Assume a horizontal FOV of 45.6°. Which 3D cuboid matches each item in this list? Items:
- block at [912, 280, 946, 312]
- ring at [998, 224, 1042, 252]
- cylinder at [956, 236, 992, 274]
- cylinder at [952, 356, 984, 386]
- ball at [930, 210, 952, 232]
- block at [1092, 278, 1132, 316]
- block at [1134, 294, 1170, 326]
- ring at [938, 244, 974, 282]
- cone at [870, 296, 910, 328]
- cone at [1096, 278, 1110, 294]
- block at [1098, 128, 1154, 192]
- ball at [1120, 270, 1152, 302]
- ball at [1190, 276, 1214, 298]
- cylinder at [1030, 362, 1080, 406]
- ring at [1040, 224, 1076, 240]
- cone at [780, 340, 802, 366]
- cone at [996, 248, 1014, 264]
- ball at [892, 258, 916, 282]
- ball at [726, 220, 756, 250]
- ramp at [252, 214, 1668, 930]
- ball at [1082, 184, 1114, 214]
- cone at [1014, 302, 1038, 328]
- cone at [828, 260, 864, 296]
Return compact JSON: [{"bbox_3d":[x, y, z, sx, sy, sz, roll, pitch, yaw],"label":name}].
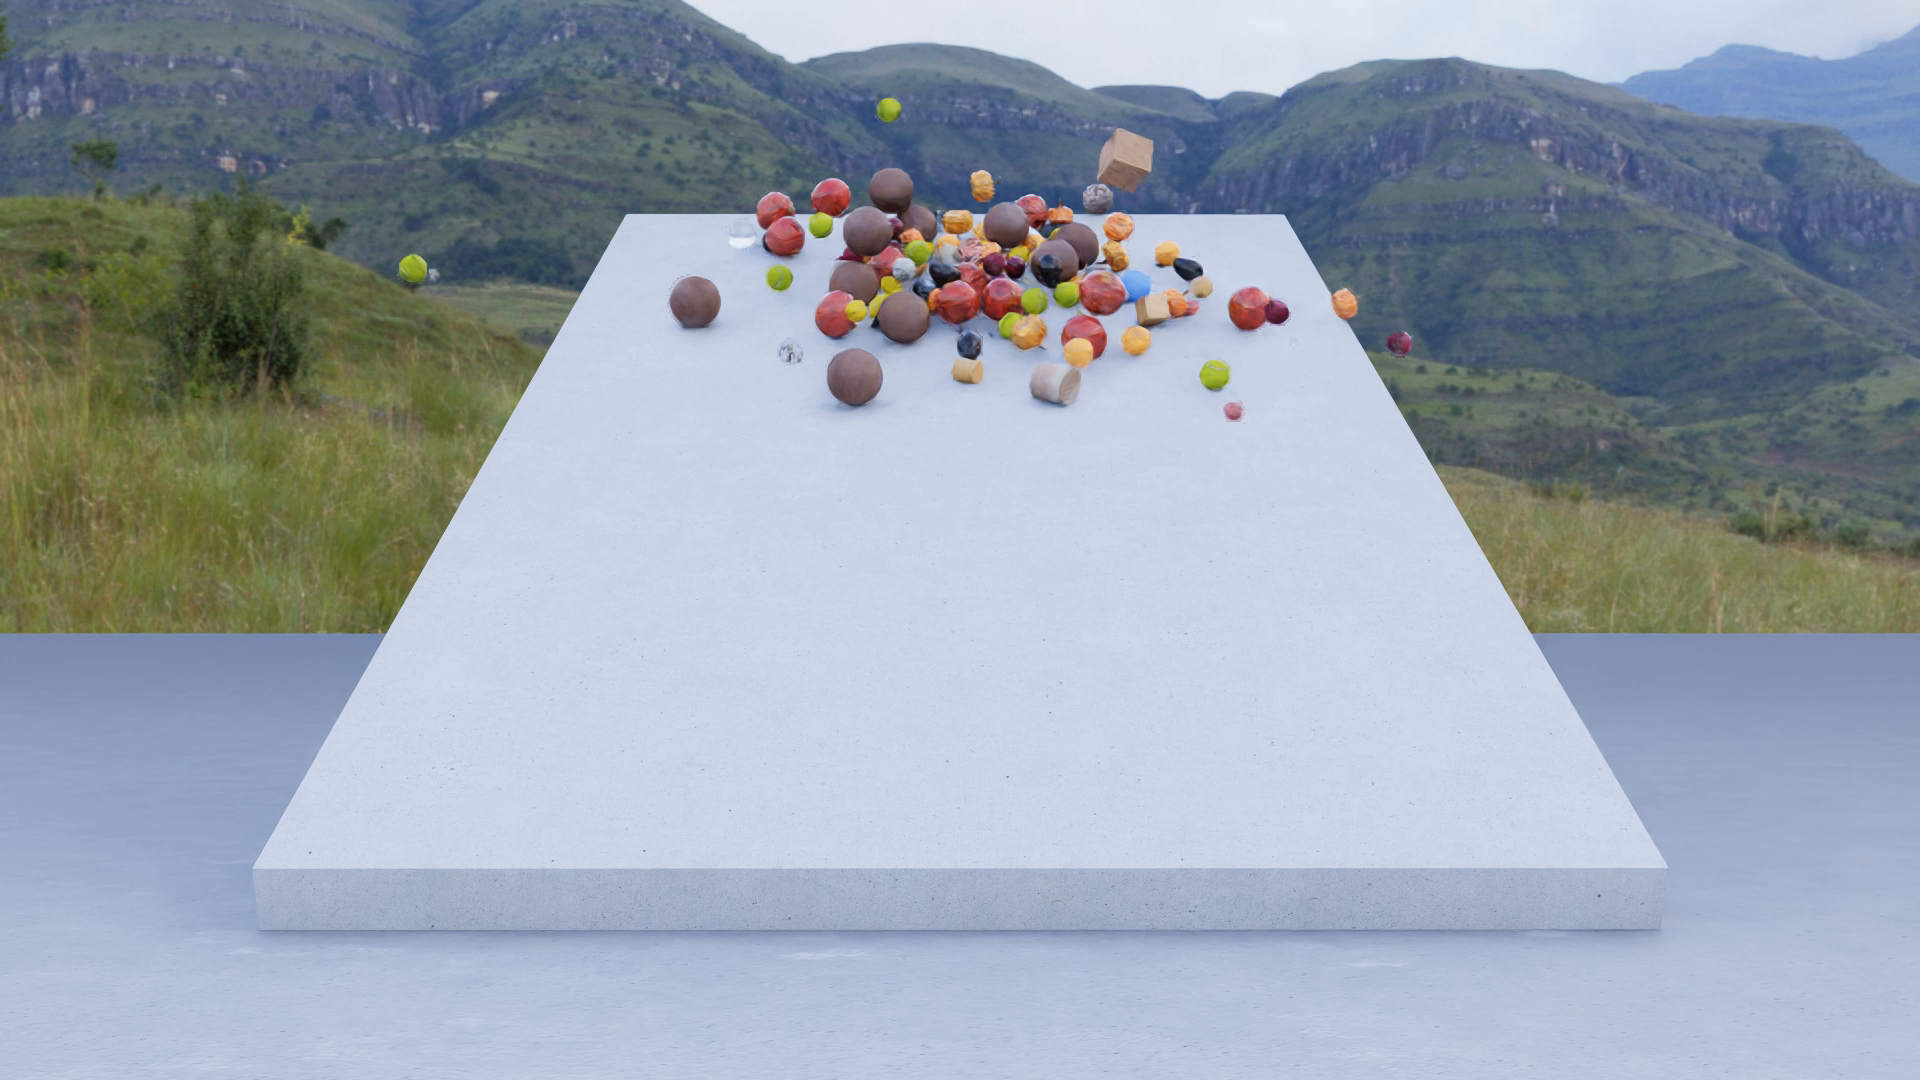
[{"bbox_3d":[-0.081,-0.637,5.957,0.066,0.066,0.066,6,22,16],"label":"block"},{"bbox_3d":[0.171,-0.863,6.544,0.128,0.043,0.128,7,33,-5],"label":"ring"},{"bbox_3d":[0.039,-0.766,6.148,0.070,0.070,0.070,-30,-18,-11],"label":"cylinder"},{"bbox_3d":[0.019,-0.396,5.353,0.055,0.055,0.055,20,6,22],"label":"cylinder"},{"bbox_3d":[-0.057,-0.938,6.734,0.063,0.063,0.063,0,-2,0],"label":"ball"},{"bbox_3d":[0.383,-0.613,5.783,0.058,0.058,0.058,-50,9,-32],"label":"block"},{"bbox_3d":[0.488,-0.584,5.796,0.062,0.062,0.062,-8,-8,-20],"label":"block"},{"bbox_3d":[-0.008,-0.751,6.205,0.120,0.120,0.040,3,-38,-50],"label":"ring"},{"bbox_3d":[-0.164,-0.556,5.782,0.093,0.093,0.093,28,-3,-1],"label":"cone"},{"bbox_3d":[0.384,-0.667,6.095,0.050,0.050,0.050,-29,-3,1],"label":"cone"},{"bbox_3d":[0.408,-0.936,5.640,0.098,0.098,0.098,17,-30,-16],"label":"block"},{"bbox_3d":[0.459,-0.665,6.006,0.085,0.085,0.085,0,-2,0],"label":"ball"},{"bbox_3d":[0.640,-0.670,6.053,0.060,0.060,0.060,0,-2,0],"label":"ball"},{"bbox_3d":[0.218,-0.357,5.214,0.084,0.084,0.084,15,6,32],"label":"cylinder"},{"bbox_3d":[0.285,-0.900,6.675,0.108,0.036,0.108,1,18,0],"label":"ring"},{"bbox_3d":[-0.417,-0.449,5.502,0.060,0.060,0.060,1,4,-26],"label":"cone"},{"bbox_3d":[0.123,-0.791,6.412,0.050,0.050,0.050,0,-5,-4],"label":"cone"},{"bbox_3d":[-0.147,-0.710,6.000,0.062,0.062,0.062,0,-2,0],"label":"ball"},{"bbox_3d":[-0.625,-0.873,6.533,0.085,0.085,0.085,0,-2,0],"label":"ball"},{"bbox_3d":[-0.006,-0.217,5.109,2.000,0.100,4.000,0,21,0],"label":"ramp"},{"bbox_3d":[0.418,-1.035,6.939,0.094,0.094,0.094,0,-2,0],"label":"ball"},{"bbox_3d":[0.170,-0.576,5.804,0.063,0.063,0.063,1,21,0],"label":"cone"},{"bbox_3d":[-0.302,-0.694,6.135,0.096,0.096,0.096,0,-5,-1],"label":"cone"}]
